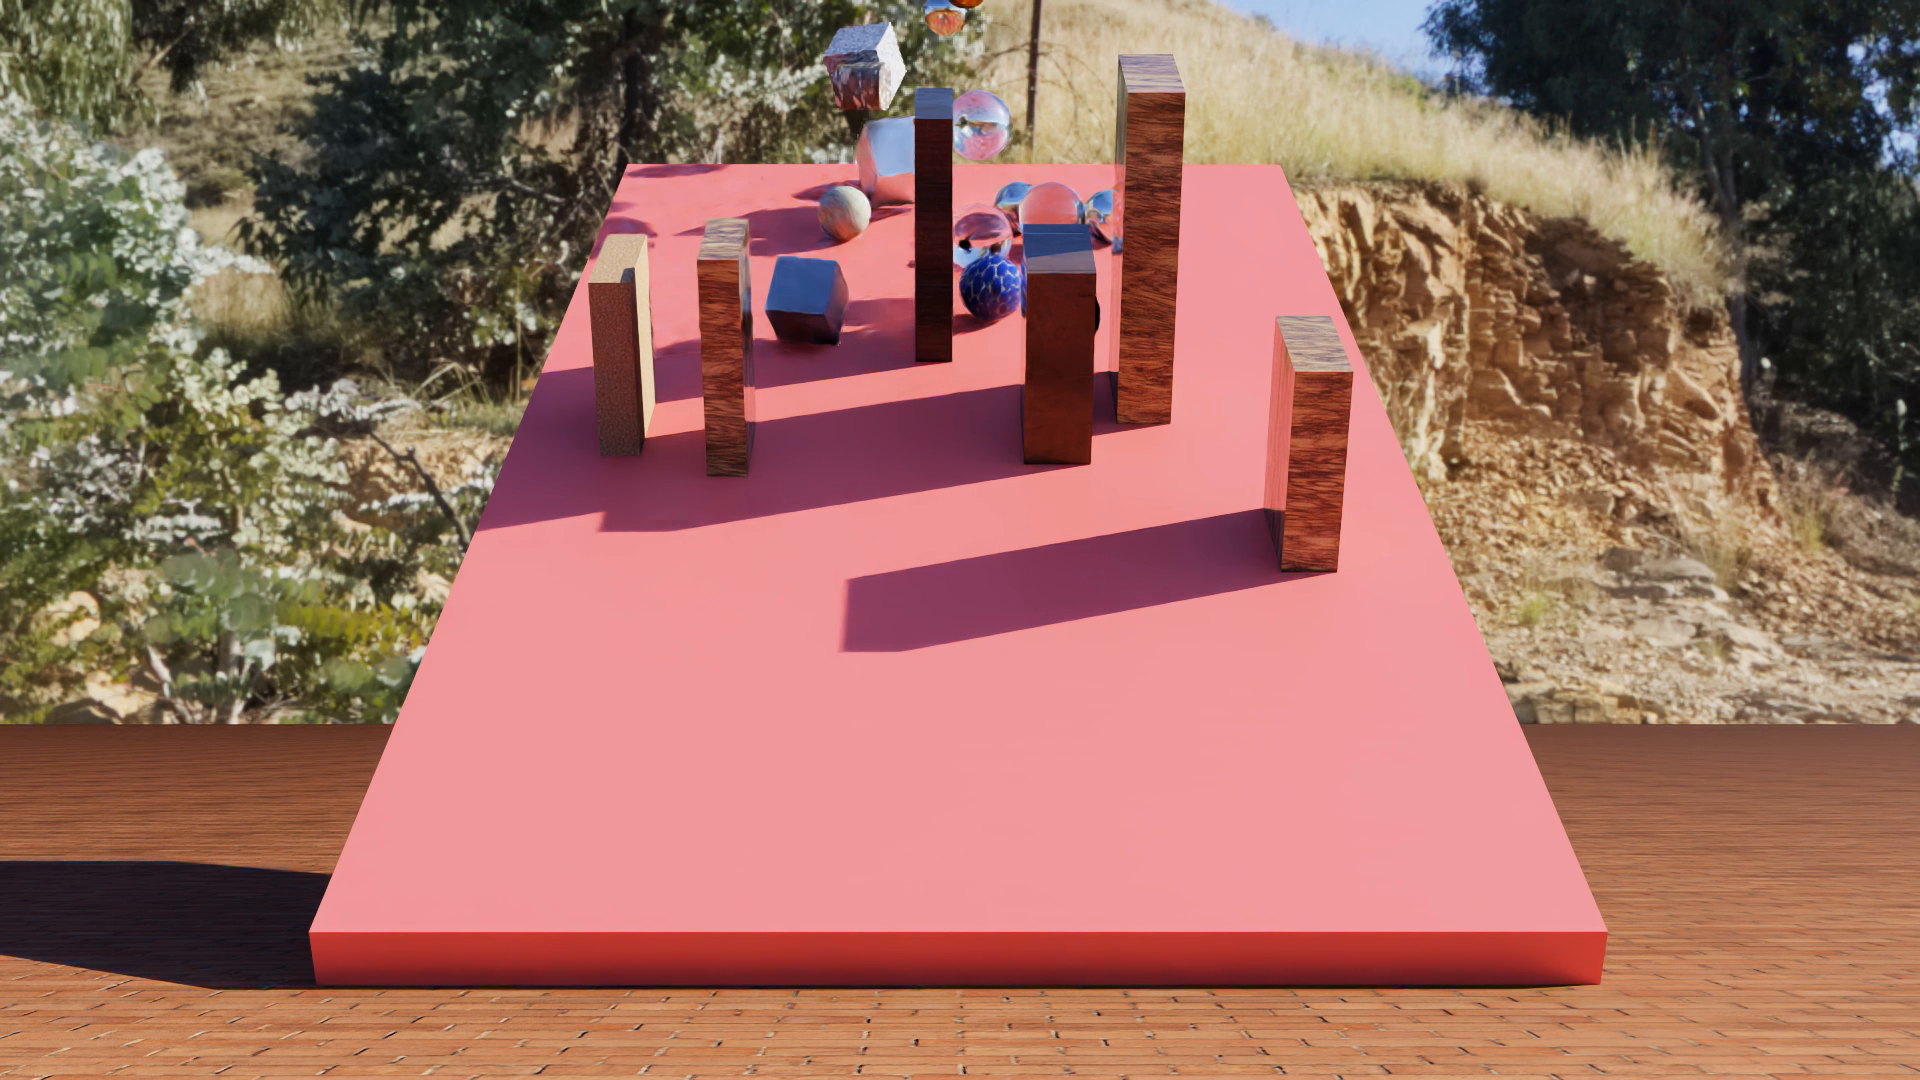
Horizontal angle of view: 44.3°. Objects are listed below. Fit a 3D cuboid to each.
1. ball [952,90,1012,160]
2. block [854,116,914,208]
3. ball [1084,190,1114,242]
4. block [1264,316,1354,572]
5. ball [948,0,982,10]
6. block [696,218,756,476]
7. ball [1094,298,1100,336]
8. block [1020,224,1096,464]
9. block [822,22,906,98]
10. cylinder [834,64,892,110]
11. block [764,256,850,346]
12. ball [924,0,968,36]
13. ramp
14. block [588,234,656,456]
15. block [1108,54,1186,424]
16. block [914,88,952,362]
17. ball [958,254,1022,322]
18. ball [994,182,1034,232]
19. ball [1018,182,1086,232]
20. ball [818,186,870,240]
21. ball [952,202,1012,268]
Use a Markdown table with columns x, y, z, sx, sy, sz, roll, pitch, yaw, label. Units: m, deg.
| x | y | z | sx | sy | sz | roll | pitch | yaw | label |
| --- | --- | --- | --- | --- | --- | --- | --- | --- | --- |
| 0.054 | -1.238 | 7.043 | 0.206 | 0.206 | 0.206 | 0 | -4 | 0 | ball |
| -0.181 | -1.084 | 6.758 | 0.182 | 0.182 | 0.182 | -7 | -19 | -16 | block |
| 0.413 | -0.900 | 6.545 | 0.146 | 0.146 | 0.146 | 0 | -4 | 0 | ball |
| 0.702 | -0.197 | 4.776 | 0.113 | 0.434 | 0.304 | 0 | 26 | 0 | block |
| 0.017 | -1.634 | 6.957 | 0.131 | 0.131 | 0.131 | 0 | -4 | 0 | ball |
| -0.508 | -0.422 | 5.158 | 0.087 | 0.498 | 0.274 | 0 | 26 | 0 | block |
| 0.237 | -0.524 | 5.497 | 0.182 | 0.182 | 0.182 | 0 | -4 | 0 | ball |
| 0.215 | -0.438 | 5.255 | 0.148 | 0.446 | 0.326 | 0 | 26 | 0 | block |
| -0.271 | -1.357 | 6.724 | 0.162 | 0.162 | 0.162 | -4 | 39 | 20 | block |
| -0.271 | -1.270 | 6.601 | 0.130 | 0.130 | 0.130 | 3 | -3 | 15 | cylinder |
| -0.377 | -0.592 | 5.828 | 0.153 | 0.153 | 0.153 | 7 | -23 | 13 | block |
| -0.043 | -1.627 | 7.273 | 0.141 | 0.141 | 0.141 | 0 | -4 | 0 | ball |
| -0.010 | -0.229 | 5.447 | 2.000 | 0.100 | 4.000 | 0 | 26 | 0 | ramp |
| -0.757 | -0.442 | 5.301 | 0.089 | 0.407 | 0.324 | 0 | 26 | 0 | block |
| 0.422 | -0.687 | 5.389 | 0.124 | 0.775 | 0.327 | 0 | 26 | 0 | block |
| -0.064 | -0.767 | 5.743 | 0.090 | 0.607 | 0.271 | 0 | 26 | 0 | block |
| 0.080 | -0.640 | 5.986 | 0.167 | 0.167 | 0.167 | 0 | -4 | 0 | ball |
| 0.164 | -0.933 | 6.606 | 0.140 | 0.140 | 0.140 | 0 | -4 | 0 | ball |
| 0.251 | -0.889 | 6.473 | 0.187 | 0.187 | 0.187 | 0 | -4 | 0 | ball |
| -0.323 | -0.912 | 6.560 | 0.149 | 0.149 | 0.149 | 0 | -4 | 0 | ball |
| 0.047 | -0.783 | 6.098 | 0.177 | 0.177 | 0.177 | 0 | -4 | 0 | ball |
